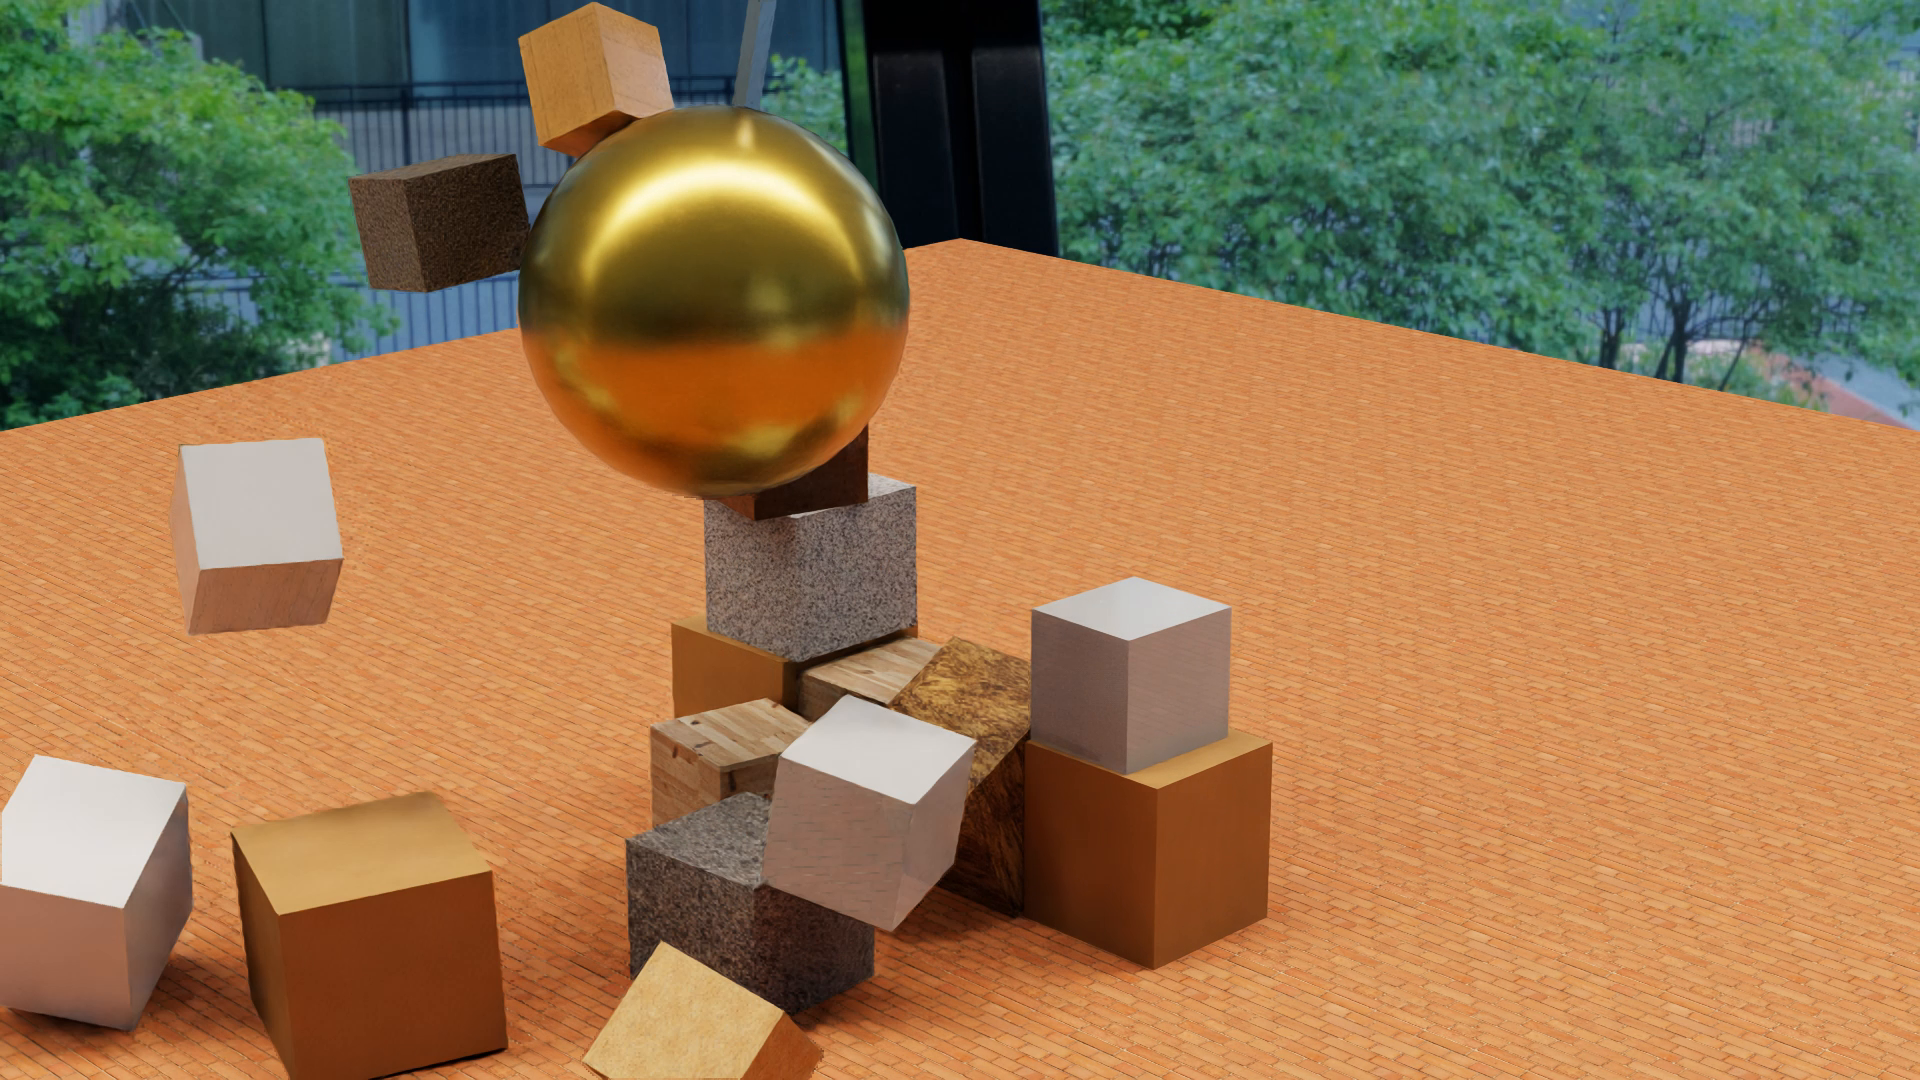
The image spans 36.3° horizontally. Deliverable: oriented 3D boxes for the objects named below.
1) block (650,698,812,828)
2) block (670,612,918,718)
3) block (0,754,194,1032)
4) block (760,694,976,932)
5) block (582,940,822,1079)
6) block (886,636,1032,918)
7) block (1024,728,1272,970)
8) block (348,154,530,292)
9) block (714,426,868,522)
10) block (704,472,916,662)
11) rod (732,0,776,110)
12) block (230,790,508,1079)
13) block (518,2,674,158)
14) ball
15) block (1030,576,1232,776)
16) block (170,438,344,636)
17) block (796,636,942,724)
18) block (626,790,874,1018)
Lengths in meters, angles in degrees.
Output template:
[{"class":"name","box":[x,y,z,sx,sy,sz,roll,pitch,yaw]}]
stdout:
[{"class":"block","box":[-0.978,1.195,13.389,0.622,0.687,0.637,-12,21,-33]},{"class":"block","box":[-0.807,0.795,14.421,0.882,0.837,0.816,-17,24,-42]},{"class":"block","box":[-3.589,1.444,12.015,0.638,0.735,0.718,11,39,2]},{"class":"block","box":[-0.369,1.095,11.856,0.590,0.594,0.625,18,27,17]},{"class":"block","box":[-0.929,1.879,10.644,0.561,0.503,0.513,25,72,25]},{"class":"block","box":[0.107,1.061,13.236,0.779,0.732,0.833,17,52,43]},{"class":"block","box":[0.823,1.277,12.892,0.766,0.833,0.761,17,24,42]},{"class":"block","box":[-2.218,-1.363,12.572,0.541,0.481,0.514,-19,17,-34]},{"class":"block","box":[-0.822,-0.473,13.754,0.598,0.571,0.526,-10,20,-29]},{"class":"block","box":[-0.717,0.086,14.104,0.769,0.705,0.665,-16,24,-42]},{"class":"rod","box":[-0.434,-4.294,11.537,0.080,5.200,0.080,17,10,42]},{"class":"block","box":[-2.399,1.608,11.882,0.843,0.775,0.918,-10,20,-23]},{"class":"block","box":[-1.505,-1.895,12.230,0.403,0.484,0.445,-20,-15,27]},{"class":"ball","box":[-1.002,-0.972,11.986,1.600,1.600,1.600,0,17,0]},{"class":"block","box":[0.740,0.579,12.718,0.647,0.603,0.575,-16,23,-41]},{"class":"block","box":[-2.886,-0.013,12.003,0.564,0.560,0.590,-5,-26,-22]},{"class":"block","box":[-0.271,0.984,13.918,0.719,0.778,0.685,-17,24,-42]},{"class":"block","box":[-0.879,1.550,12.338,0.757,0.642,0.702,15,23,39]}]
